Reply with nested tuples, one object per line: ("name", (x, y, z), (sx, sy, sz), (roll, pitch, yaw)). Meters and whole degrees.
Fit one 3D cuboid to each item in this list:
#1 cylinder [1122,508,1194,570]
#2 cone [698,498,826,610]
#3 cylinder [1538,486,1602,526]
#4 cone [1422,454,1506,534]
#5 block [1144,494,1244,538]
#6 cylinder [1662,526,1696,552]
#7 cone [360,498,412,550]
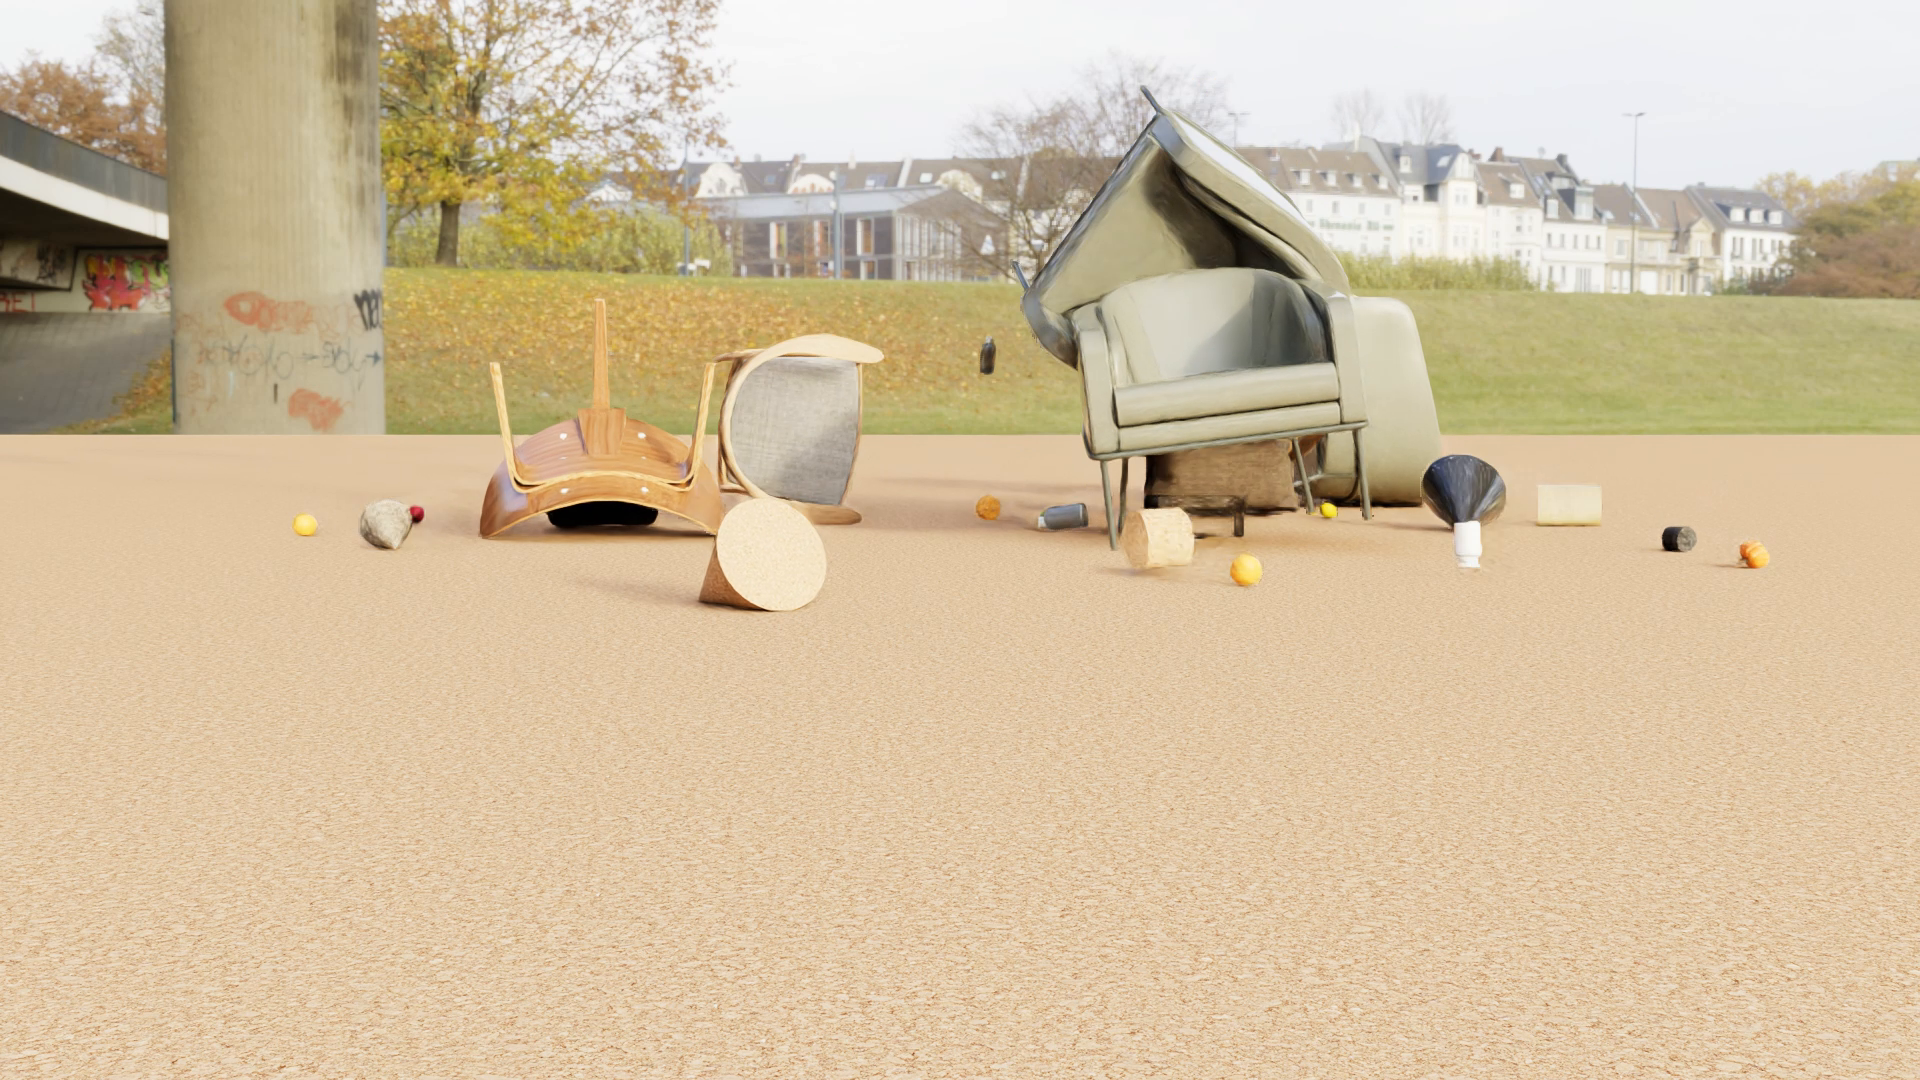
("cylinder", (0.476, -0.004, 5.273), (0.163, 0.142, 0.081), (-4, -3, -44))
("cone", (-0.470, 0.079, 4.576), (0.273, 0.242, 0.283), (-14, -11, -44))
("cylinder", (2.004, -0.112, 7.228), (0.201, 0.098, 0.170), (1, 42, 16))
("cone", (1.580, -0.085, 6.904), (0.278, 0.246, 0.325), (36, 29, -5))
("block", (0.713, -0.073, 6.691), (0.277, 0.125, 0.120), (-1, 4, -15))
("cylinder", (1.989, -0.003, 6.084), (0.064, 0.069, 0.064), (25, -6, -21))
("cone", (-1.587, -0.010, 6.127), (0.147, 0.159, 0.151), (-11, 34, -19))
